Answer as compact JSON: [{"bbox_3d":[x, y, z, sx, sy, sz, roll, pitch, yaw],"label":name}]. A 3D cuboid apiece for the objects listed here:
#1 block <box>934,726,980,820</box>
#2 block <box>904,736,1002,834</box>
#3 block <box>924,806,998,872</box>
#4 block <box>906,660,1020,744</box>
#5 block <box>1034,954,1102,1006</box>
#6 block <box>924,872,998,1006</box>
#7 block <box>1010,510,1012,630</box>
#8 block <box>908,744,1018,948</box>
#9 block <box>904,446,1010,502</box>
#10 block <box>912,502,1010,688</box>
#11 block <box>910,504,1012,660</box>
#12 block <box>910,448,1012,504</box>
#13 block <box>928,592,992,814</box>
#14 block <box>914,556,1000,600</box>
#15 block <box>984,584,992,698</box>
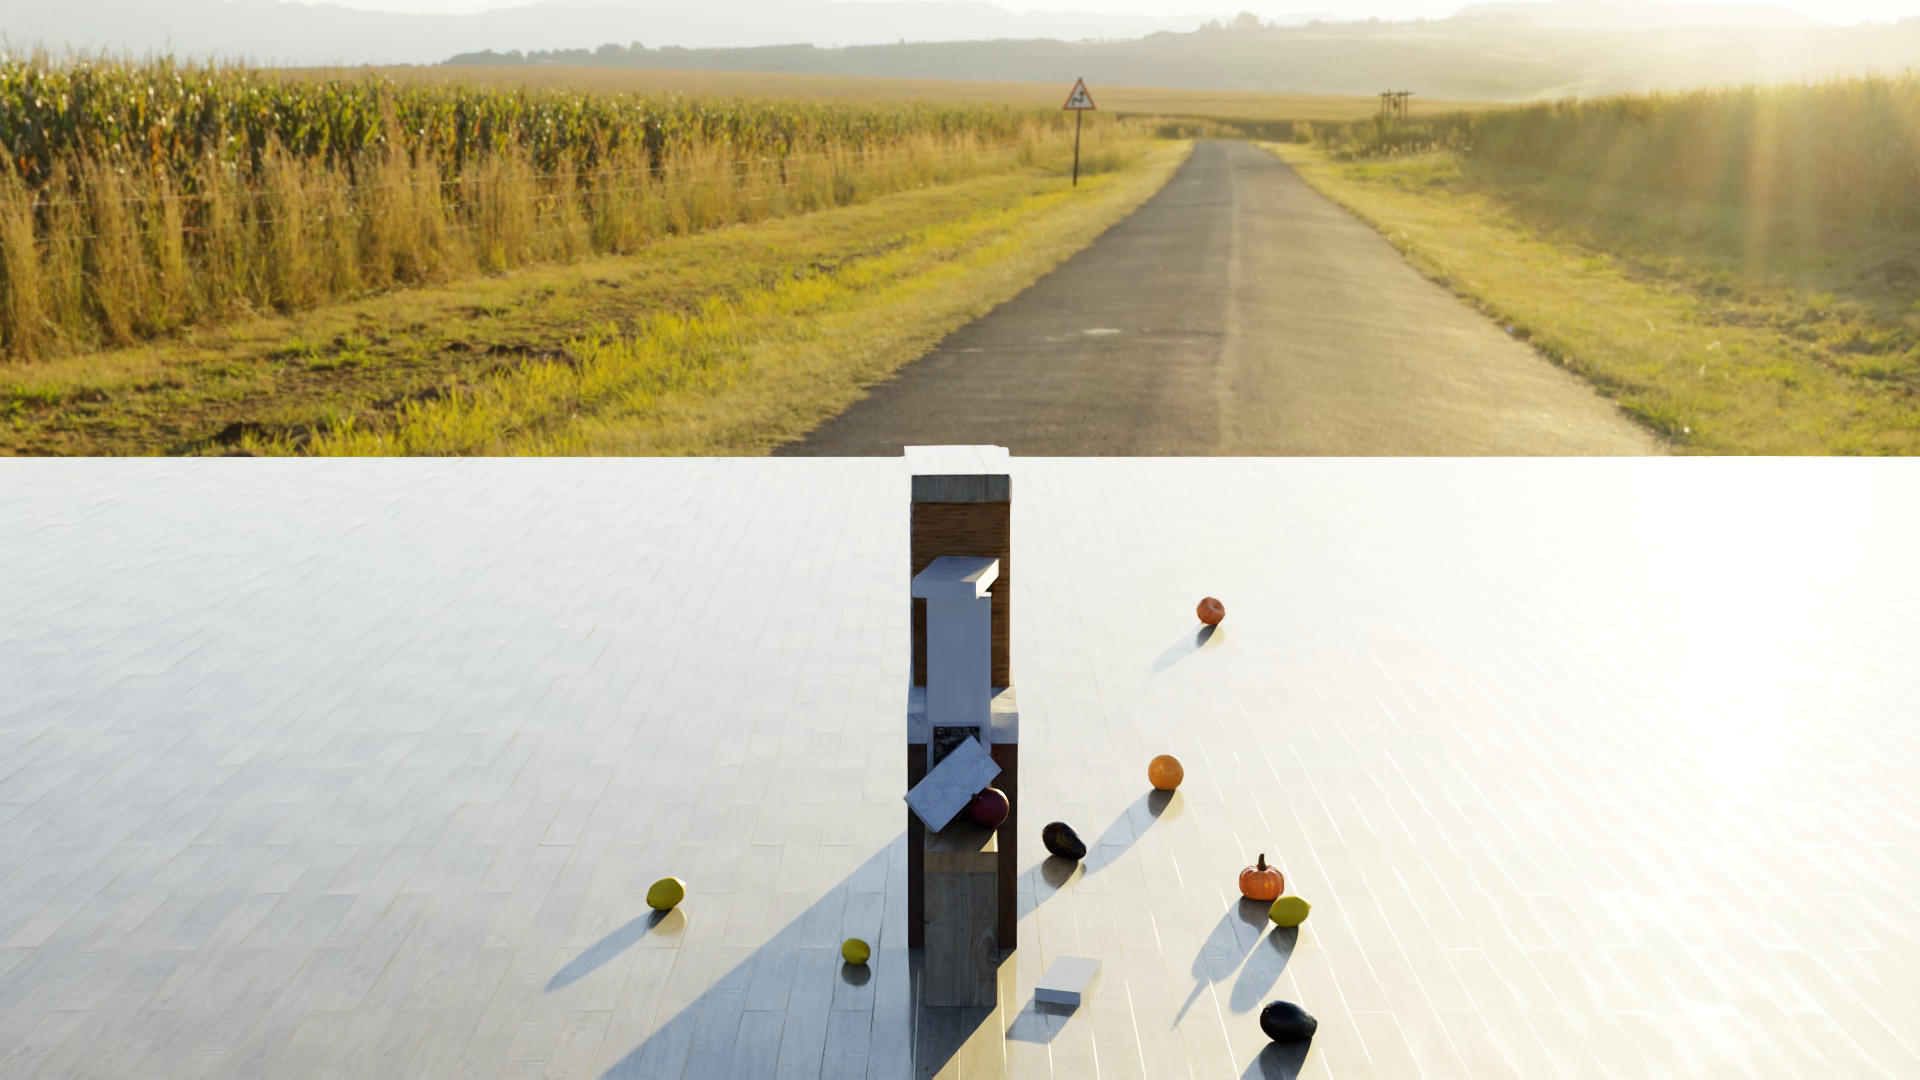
[{"bbox_3d":[-0.005,0.347,3.274,0.069,0.138,0.020,0,6,-1],"label":"block"},{"bbox_3d":[-0.011,0.358,3.227,0.138,0.069,0.020,-42,4,-21],"label":"block"},{"bbox_3d":[0.001,0.439,3.241,0.106,0.030,0.211,0,11,0],"label":"block"},{"bbox_3d":[0.003,0.253,3.491,0.170,0.048,0.339,0,11,0],"label":"block"},{"bbox_3d":[0.162,0.654,3.272,0.069,0.020,0.138,3,11,17],"label":"block"},{"bbox_3d":[0.002,0.571,3.193,0.106,0.212,0.030,0,11,0],"label":"block"},{"bbox_3d":[0.005,0.100,4.014,0.171,0.427,0.048,-1,11,-8],"label":"block"},{"bbox_3d":[0.004,0.465,3.415,0.170,0.339,0.048,0,11,0],"label":"block"},{"bbox_3d":[-0.009,-0.108,3.526,0.152,0.043,0.303,-1,11,-3],"label":"block"},{"bbox_3d":[0.003,0.079,3.468,0.152,0.303,0.043,0,11,1],"label":"block"},{"bbox_3d":[0.001,0.099,3.787,0.171,0.341,0.048,1,11,4],"label":"block"},{"bbox_3d":[0.002,-0.114,3.868,0.171,0.048,0.341,0,11,0],"label":"block"},{"bbox_3d":[-0.001,0.245,3.285,0.095,0.335,0.027,0,10,-1],"label":"block"},{"bbox_3d":[-0.004,0.056,3.314,0.094,0.027,0.189,2,11,11],"label":"block"},{"bbox_3d":[0.001,0.151,3.394,0.094,0.189,0.027,1,11,3],"label":"block"}]
